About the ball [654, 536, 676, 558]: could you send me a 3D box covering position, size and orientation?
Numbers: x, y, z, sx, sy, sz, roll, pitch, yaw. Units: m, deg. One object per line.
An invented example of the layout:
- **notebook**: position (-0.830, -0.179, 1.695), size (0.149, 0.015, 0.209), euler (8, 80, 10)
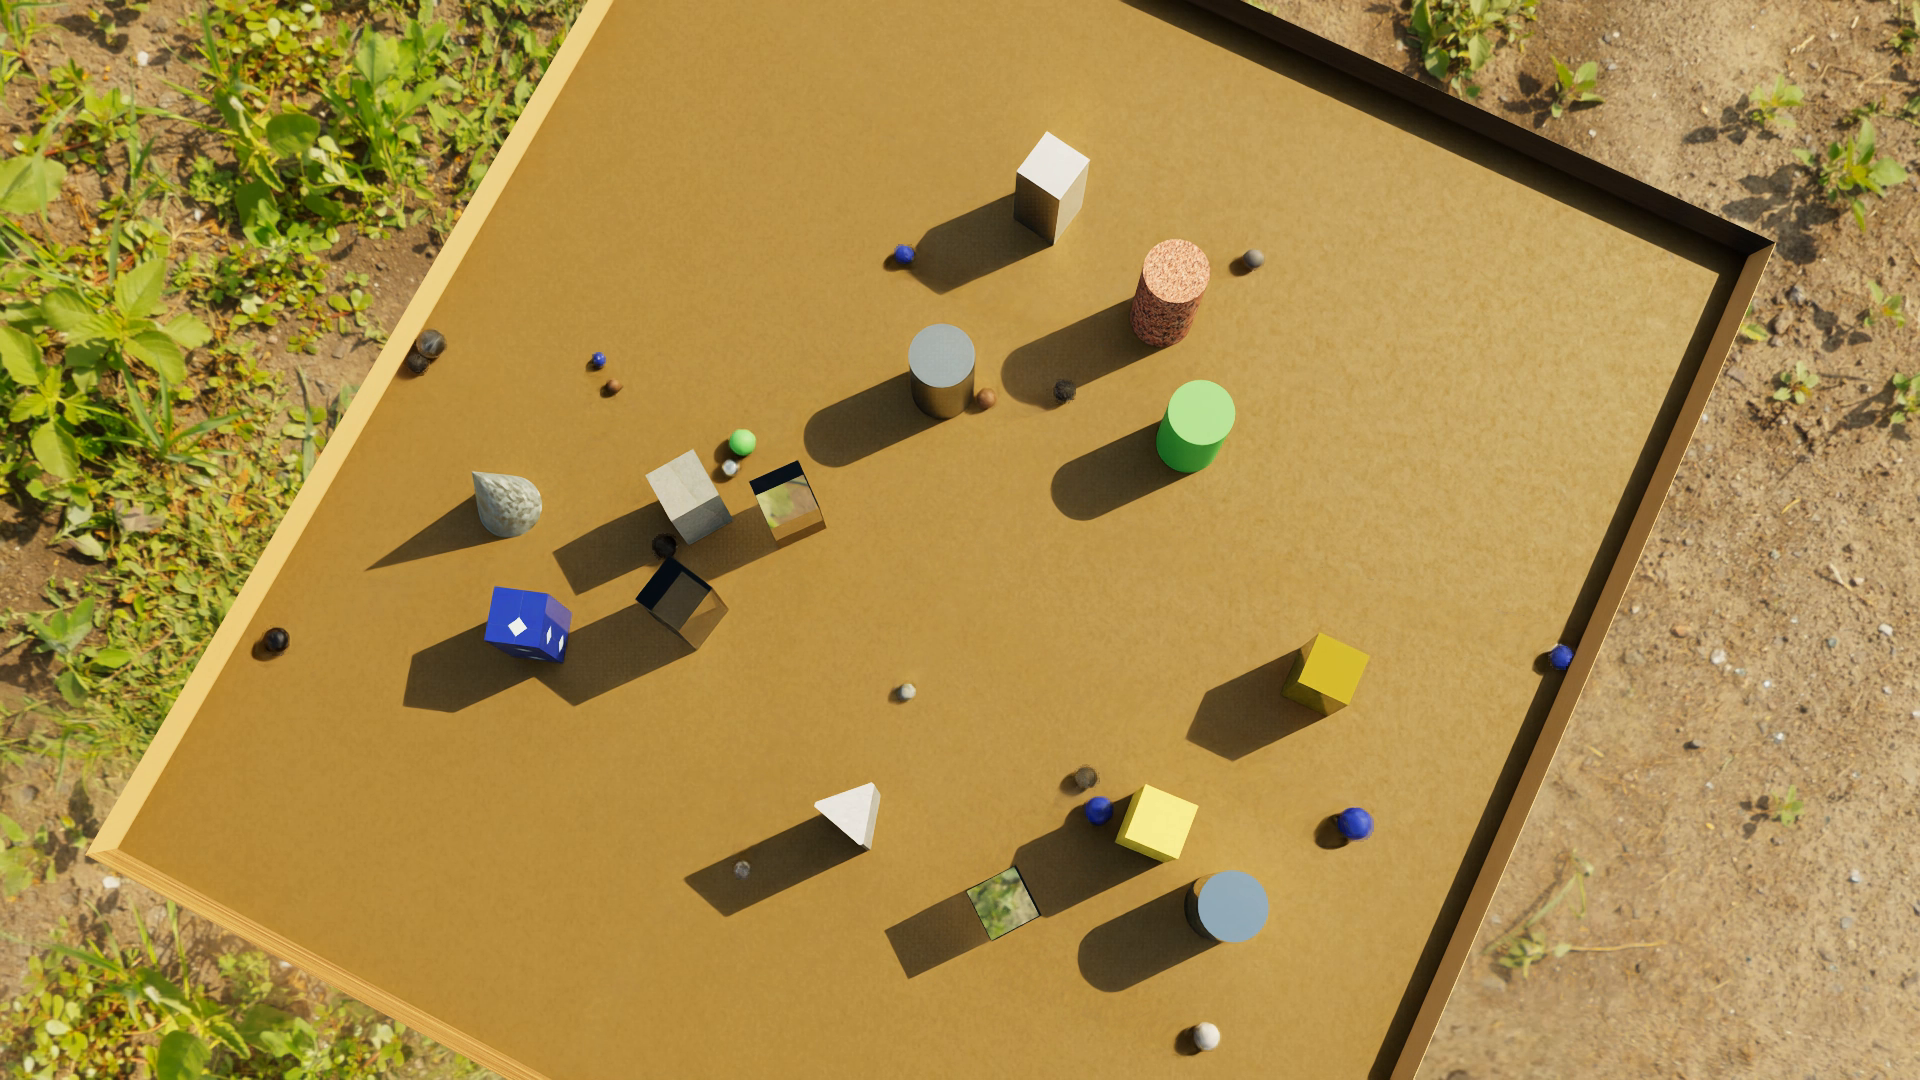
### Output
- **ball**: position (-0.897, 0.020, 5.577), size (0.070, 0.070, 0.070), euler (0, 78, 0)

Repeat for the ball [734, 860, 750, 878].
- **ball**: position (-0.640, 0.969, 5.391), size (0.048, 0.048, 0.048), euler (0, 78, 0)

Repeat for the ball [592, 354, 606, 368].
- **ball**: position (-1.123, -0.559, 5.710), size (0.043, 0.043, 0.043), euler (0, 78, 0)

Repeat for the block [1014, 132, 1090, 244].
- **block**: position (0.278, -1.080, 5.650), size (0.157, 0.373, 0.157), euler (35, 80, 7)

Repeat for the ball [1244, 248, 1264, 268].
- **ball**: position (0.922, -0.885, 5.768), size (0.062, 0.062, 0.062), euler (0, 78, 0)

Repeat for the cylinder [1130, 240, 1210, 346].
- **cylinder**: position (0.633, -0.743, 5.556), size (0.196, 0.420, 0.196), euler (0, 78, 0)

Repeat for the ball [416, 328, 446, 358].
- **ball**: position (-1.644, -0.611, 5.697), size (0.090, 0.090, 0.090), euler (0, 78, 0)

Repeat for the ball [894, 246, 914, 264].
- **ball**: position (-0.176, -0.898, 5.772), size (0.060, 0.060, 0.060), euler (0, 78, 0)

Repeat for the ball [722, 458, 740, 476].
- **ball**: position (-0.702, -0.223, 5.633), size (0.058, 0.058, 0.058), euler (0, 78, 0)

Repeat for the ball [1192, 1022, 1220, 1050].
- **ball**: position (0.709, 1.429, 5.281), size (0.077, 0.077, 0.077), euler (0, 78, 0)

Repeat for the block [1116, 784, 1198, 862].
- **block**: position (0.561, 0.818, 5.264), size (0.157, 0.359, 0.157), euler (22, 79, 4)

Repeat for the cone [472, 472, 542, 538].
- **cone**: position (-1.384, -0.149, 5.416), size (0.196, 0.454, 0.196), euler (0, 78, 0)

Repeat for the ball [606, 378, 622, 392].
- **ball**: position (-1.075, -0.479, 5.693), size (0.044, 0.044, 0.044), euler (0, 78, 0)

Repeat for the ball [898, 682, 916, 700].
- **ball**: position (-0.159, 0.455, 5.496), size (0.052, 0.052, 0.052), euler (0, 78, 0)

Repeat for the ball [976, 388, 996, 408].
- **ball**: position (0.083, -0.440, 5.676), size (0.063, 0.063, 0.063), euler (0, 78, 0)

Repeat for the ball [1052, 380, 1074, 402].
- **ball**: position (0.320, -0.460, 5.678), size (0.067, 0.067, 0.067), euler (0, 78, 0)

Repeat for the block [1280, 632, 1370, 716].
- **block**: position (1.068, 0.398, 5.381), size (0.157, 0.300, 0.157), euler (25, 79, 5)

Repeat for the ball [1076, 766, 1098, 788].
- **ball**: position (0.375, 0.705, 5.437), size (0.067, 0.067, 0.067), euler (0, 78, 0)

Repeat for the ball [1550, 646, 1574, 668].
- **ball**: position (1.810, 0.352, 5.508), size (0.070, 0.070, 0.070), euler (0, 78, 0)

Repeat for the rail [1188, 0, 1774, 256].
- **rail**: position (0.870, -1.696, 5.902), size (3.689, 0.128, 0.045), euler (26, 80, 5)

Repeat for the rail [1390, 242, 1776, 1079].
- **rail**: position (1.628, 0.804, 5.384), size (0.045, 0.128, 3.937), euler (26, 80, 5)

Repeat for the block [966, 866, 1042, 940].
- **block**: position (0.124, 1.046, 5.273), size (0.157, 0.249, 0.157), euler (-27, 80, -5)

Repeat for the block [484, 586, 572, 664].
- **block**: position (-1.267, 0.253, 5.394), size (0.157, 0.334, 0.157), euler (8, 78, 2)

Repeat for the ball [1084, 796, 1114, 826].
- **ball**: position (0.410, 0.800, 5.408), size (0.085, 0.085, 0.085), euler (0, 78, 0)

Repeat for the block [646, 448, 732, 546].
- **block**: position (-0.802, -0.124, 5.463), size (0.157, 0.350, 0.157), euler (-30, 80, -6)

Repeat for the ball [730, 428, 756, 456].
- **ball**: position (-0.667, -0.301, 5.637), size (0.083, 0.083, 0.083), euler (0, 78, 0)

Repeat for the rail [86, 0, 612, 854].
- **rail**: position (-1.628, -0.791, 5.714), size (0.045, 0.128, 3.937), euler (26, 80, 5)

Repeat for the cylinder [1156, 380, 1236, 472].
- **cylinder**: position (0.705, -0.338, 5.514), size (0.196, 0.339, 0.196), euler (0, 78, 0)

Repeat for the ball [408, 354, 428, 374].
- **ball**: position (-1.688, -0.548, 5.699), size (0.060, 0.060, 0.060), euler (0, 78, 0)

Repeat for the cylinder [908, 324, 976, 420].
- **cylinder**: position (-0.053, -0.506, 5.545), size (0.196, 0.345, 0.196), euler (0, 78, 0)

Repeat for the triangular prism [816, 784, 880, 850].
- **triangular prism**: position (-0.287, 0.767, 5.239), size (0.170, 0.429, 0.147), euler (40, 81, 8)

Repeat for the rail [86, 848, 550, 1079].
- **rail**: position (-0.870, 1.710, 5.196), size (3.689, 0.128, 0.045), euler (26, 80, 5)

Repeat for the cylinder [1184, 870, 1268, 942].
- **cylinder**: position (0.757, 1.047, 5.234), size (0.196, 0.326, 0.196), euler (0, 78, 0)

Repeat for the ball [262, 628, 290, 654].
- **ball**: position (-2.056, 0.302, 5.514), size (0.078, 0.078, 0.078), euler (0, 78, 0)

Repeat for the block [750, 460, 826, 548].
- **block**: position (-0.513, -0.103, 5.489), size (0.157, 0.291, 0.157), euler (-24, 79, -5)

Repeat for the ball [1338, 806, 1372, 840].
- **ball**: position (1.163, 0.834, 5.394), size (0.098, 0.098, 0.098), euler (0, 78, 0)

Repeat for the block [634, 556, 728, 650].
- **block**: position (-0.812, 0.189, 5.384), size (0.157, 0.379, 0.157), euler (36, 81, 7)
